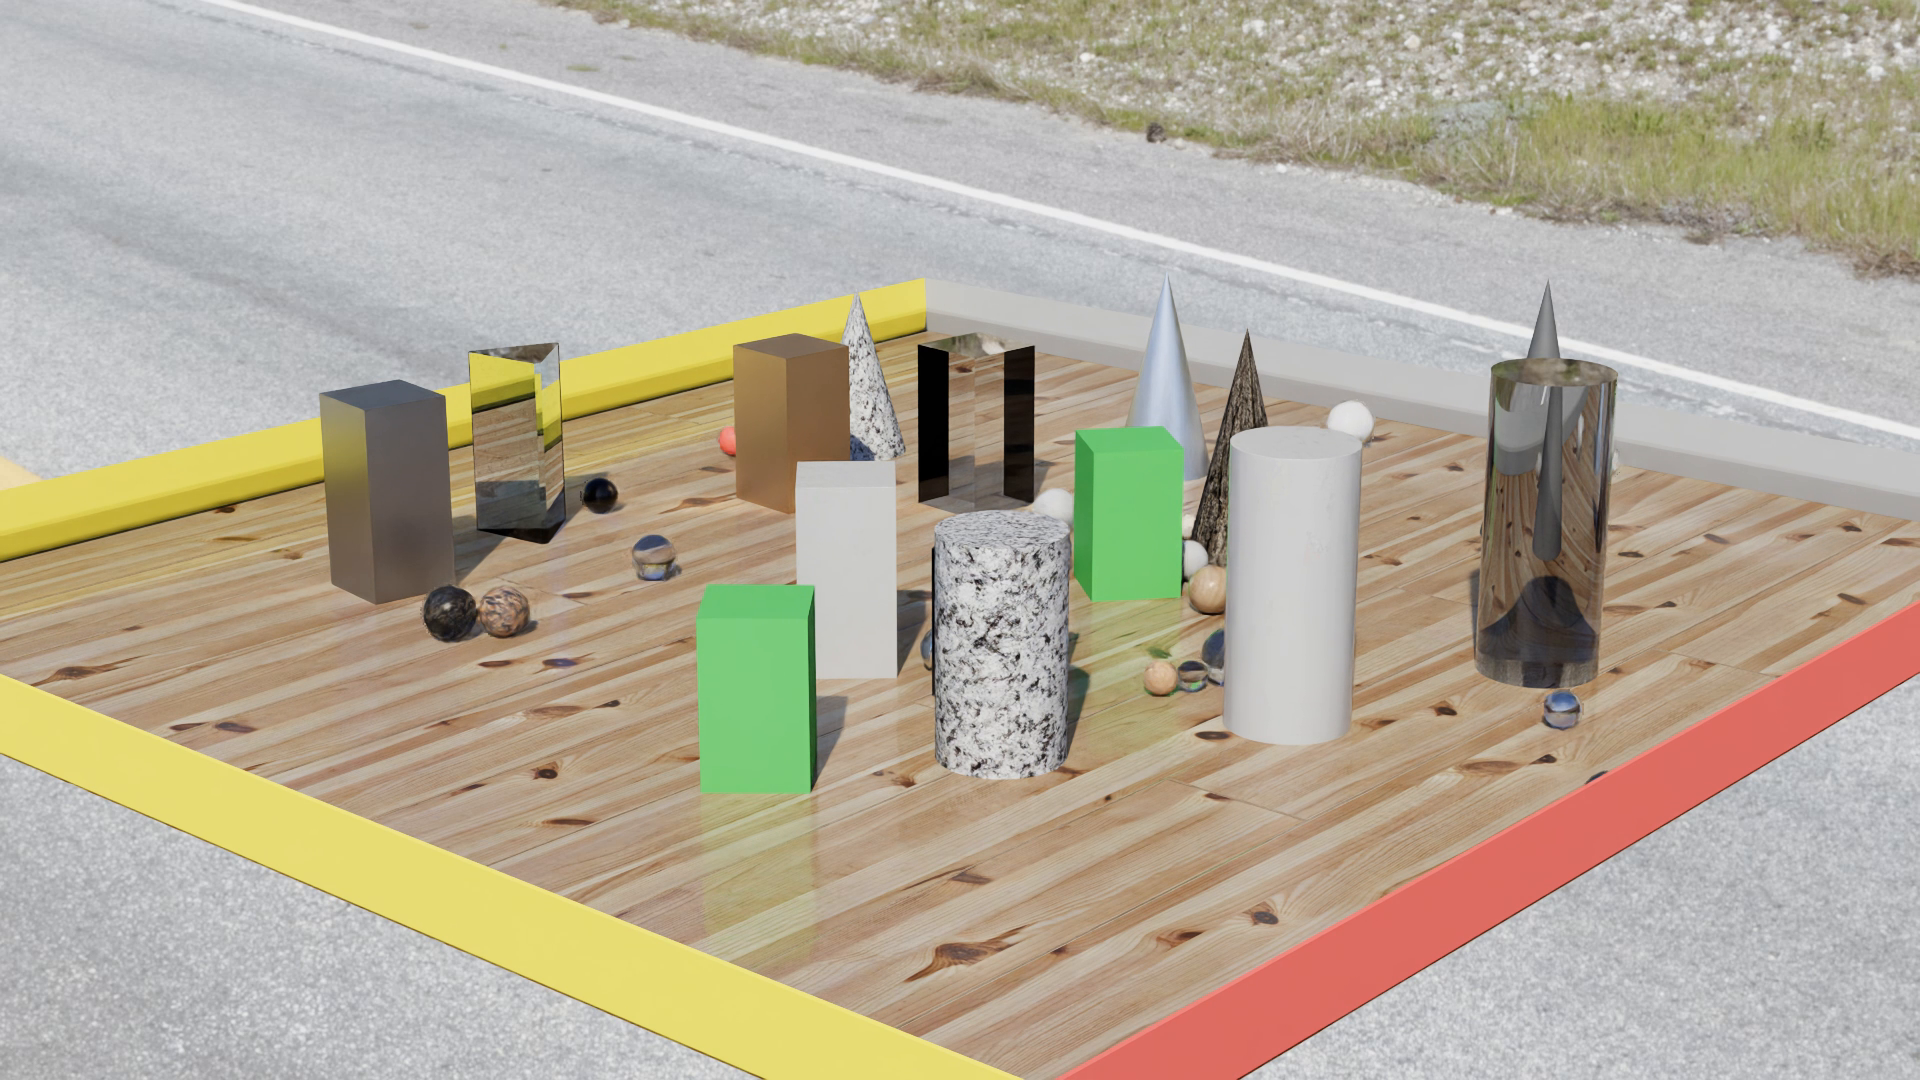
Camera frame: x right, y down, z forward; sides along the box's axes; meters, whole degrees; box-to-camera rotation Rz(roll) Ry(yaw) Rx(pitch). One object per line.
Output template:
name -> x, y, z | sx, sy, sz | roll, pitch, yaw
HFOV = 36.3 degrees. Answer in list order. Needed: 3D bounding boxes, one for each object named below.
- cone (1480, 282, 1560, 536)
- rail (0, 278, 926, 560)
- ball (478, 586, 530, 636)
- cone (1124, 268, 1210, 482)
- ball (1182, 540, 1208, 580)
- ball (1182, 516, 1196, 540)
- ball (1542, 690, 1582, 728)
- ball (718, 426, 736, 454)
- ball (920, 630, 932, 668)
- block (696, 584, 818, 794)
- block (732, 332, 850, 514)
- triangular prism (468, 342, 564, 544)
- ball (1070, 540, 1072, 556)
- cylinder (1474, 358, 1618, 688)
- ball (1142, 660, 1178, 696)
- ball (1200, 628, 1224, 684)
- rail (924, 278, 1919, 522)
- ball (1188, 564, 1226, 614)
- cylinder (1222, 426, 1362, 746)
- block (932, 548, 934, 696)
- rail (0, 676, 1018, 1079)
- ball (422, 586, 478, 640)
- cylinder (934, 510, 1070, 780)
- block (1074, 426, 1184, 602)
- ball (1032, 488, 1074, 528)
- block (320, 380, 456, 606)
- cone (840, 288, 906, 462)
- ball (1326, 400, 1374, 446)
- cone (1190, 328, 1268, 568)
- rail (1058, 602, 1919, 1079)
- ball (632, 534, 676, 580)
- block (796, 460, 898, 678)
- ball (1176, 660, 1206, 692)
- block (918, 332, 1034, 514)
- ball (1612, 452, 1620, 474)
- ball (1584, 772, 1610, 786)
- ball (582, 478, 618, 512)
cone -> 1.073, -0.245, 5.417 | 0.198, 0.490, 0.198 | 0, 17, 0
rail -> -1.073, -0.237, 6.012 | 0.045, 0.129, 3.066 | 14, 22, 39
ball -> -0.764, 0.119, 4.913 | 0.085, 0.085, 0.085 | 0, 17, 0
cone -> 0.410, -0.340, 5.870 | 0.198, 0.412, 0.198 | 0, 17, 0
ball -> 0.405, 0.036, 5.209 | 0.072, 0.072, 0.072 | 0, 17, 0
ball -> 0.426, -0.023, 5.449 | 0.047, 0.047, 0.047 | 0, 17, 0
ball -> 0.923, 0.259, 4.493 | 0.058, 0.058, 0.058 | 0, 17, 0
ball -> -0.466, -0.205, 6.030 | 0.060, 0.060, 0.060 | 0, 17, 0
ball -> -0.027, 0.176, 4.739 | 0.075, 0.075, 0.075 | 0, 17, 0
block -> -0.294, 0.216, 4.276 | 0.158, 0.266, 0.158 | 0, 17, 1
block -> -0.325, -0.228, 5.679 | 0.158, 0.306, 0.158 | -15, 23, -41
triangular prism -> -0.796, -0.188, 5.483 | 0.172, 0.343, 0.149 | 11, 20, 33
ball -> 0.158, 0.014, 5.254 | 0.088, 0.088, 0.088 | 0, 17, 0
cylinder -> 0.936, -0.028, 4.691 | 0.198, 0.494, 0.198 | 0, 17, 0
ball -> 0.317, 0.218, 4.634 | 0.056, 0.056, 0.056 | 0, 17, 0
ball -> 0.430, 0.186, 4.678 | 0.092, 0.092, 0.092 | 0, 17, 0
rail -> 0.990, -0.297, 6.211 | 2.891, 0.129, 0.045 | 14, 22, 39
ball -> 0.433, 0.084, 5.029 | 0.084, 0.084, 0.084 | 0, 17, 0
cylinder -> 0.504, 0.067, 4.456 | 0.198, 0.446, 0.198 | 0, 17, 0
block -> 0.062, 0.119, 4.635 | 0.158, 0.244, 0.158 | 8, 19, 25
rail -> -0.990, 0.361, 4.029 | 2.891, 0.129, 0.045 | 14, 22, 39
ball -> -0.851, 0.121, 4.894 | 0.091, 0.091, 0.091 | 0, 17, 0
cylinder -> 0.062, 0.153, 4.334 | 0.198, 0.353, 0.198 | 0, 17, 0
block -> 0.294, -0.047, 5.145 | 0.158, 0.268, 0.158 | -3, 17, -9
ball -> 0.179, -0.055, 5.487 | 0.086, 0.086, 0.086 | 0, 17, 0
block -> -1.002, -0.086, 5.135 | 0.158, 0.348, 0.158 | -14, 22, -38
cone -> -0.211, -0.352, 6.023 | 0.198, 0.345, 0.198 | 0, 17, 0
ball -> 0.808, -0.238, 6.073 | 0.099, 0.099, 0.099 | 0, 17, 0
cone -> 0.515, -0.179, 5.314 | 0.198, 0.424, 0.198 | 0, 17, 0
rail -> 1.073, 0.301, 4.227 | 0.045, 0.129, 3.066 | 14, 22, 39
ball -> -0.544, 0.030, 5.214 | 0.081, 0.081, 0.081 | 0, 17, 0
block -> -0.183, 0.047, 4.744 | 0.158, 0.319, 0.158 | -1, 17, -2
ball -> 0.367, 0.215, 4.654 | 0.049, 0.049, 0.049 | 0, 17, 0
block -> 0.031, -0.222, 5.644 | 0.158, 0.315, 0.158 | -15, 22, -41
ball -> 1.289, -0.156, 5.866 | 0.060, 0.060, 0.060 | 0, 17, 0
ball -> 0.912, 0.361, 4.130 | 0.071, 0.071, 0.071 | 0, 17, 0
ball -> -0.690, -0.086, 5.623 | 0.068, 0.068, 0.068 | 0, 17, 0
